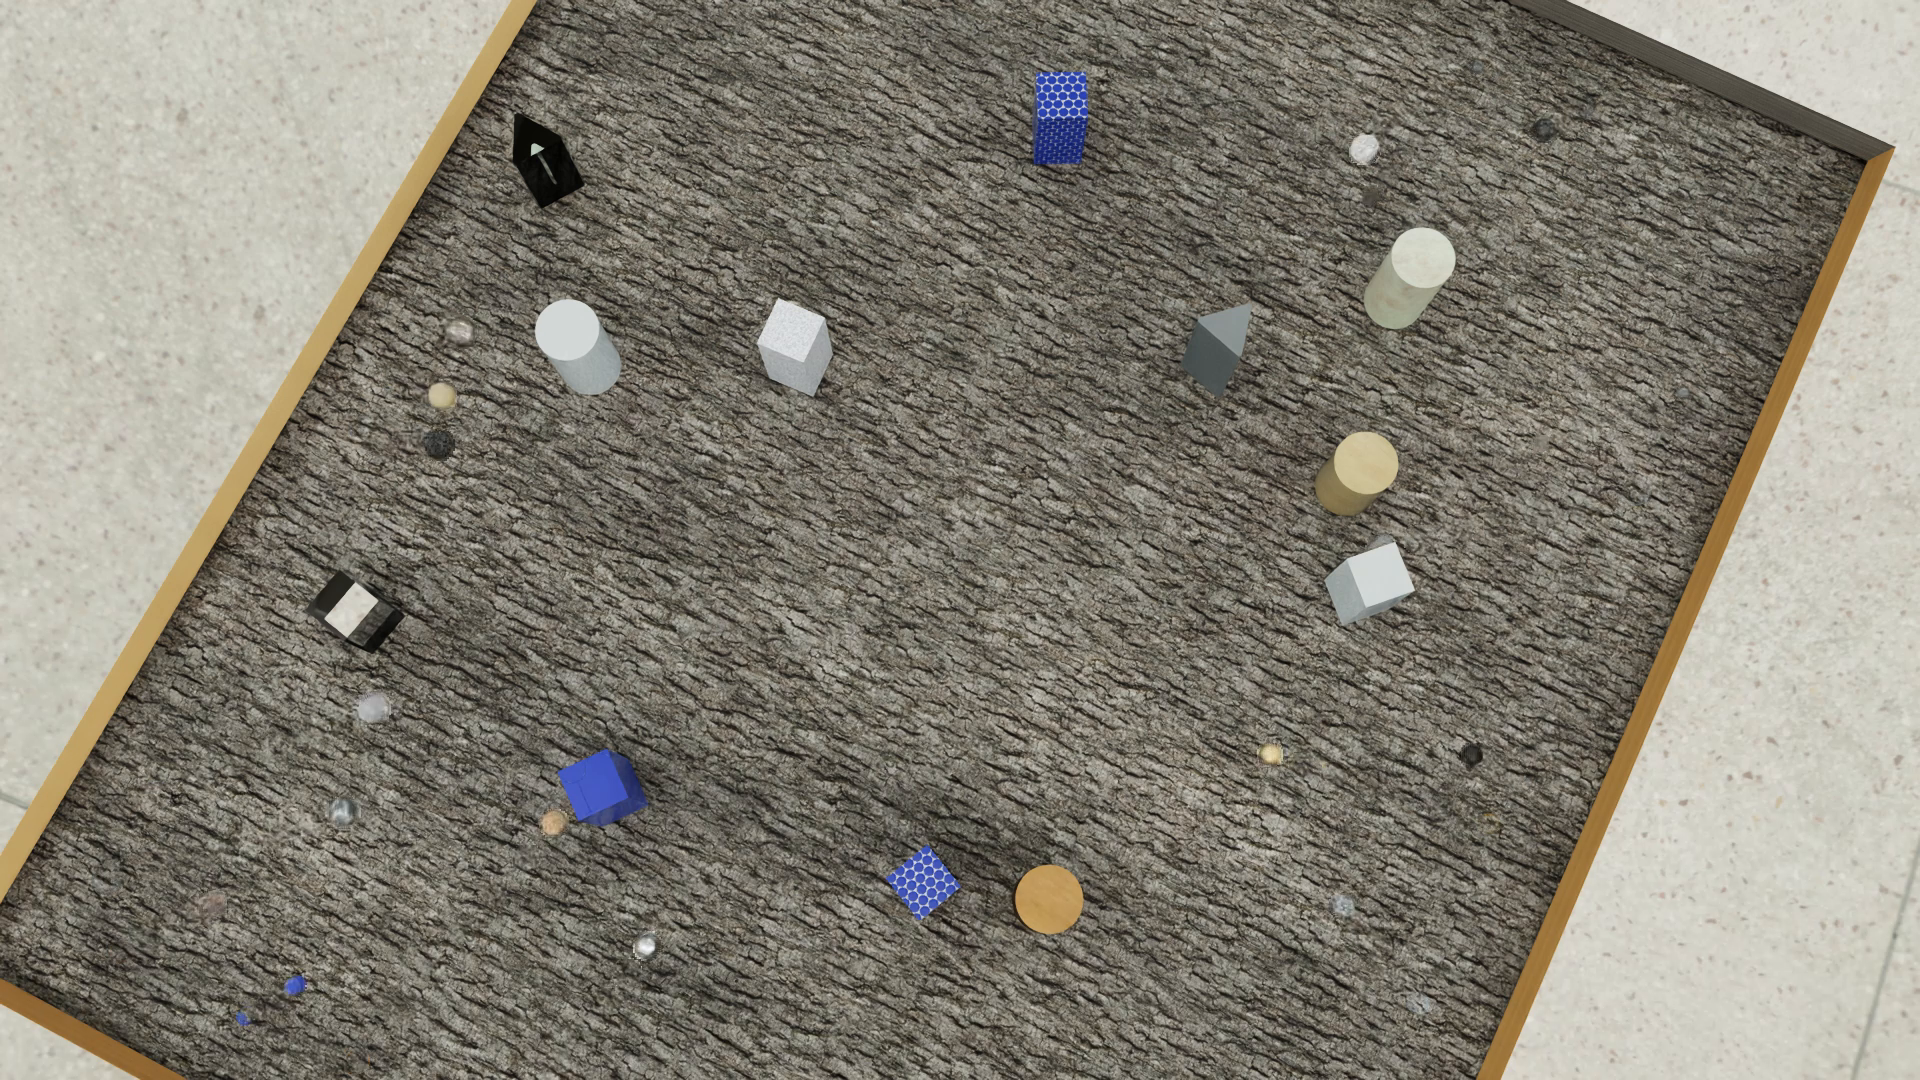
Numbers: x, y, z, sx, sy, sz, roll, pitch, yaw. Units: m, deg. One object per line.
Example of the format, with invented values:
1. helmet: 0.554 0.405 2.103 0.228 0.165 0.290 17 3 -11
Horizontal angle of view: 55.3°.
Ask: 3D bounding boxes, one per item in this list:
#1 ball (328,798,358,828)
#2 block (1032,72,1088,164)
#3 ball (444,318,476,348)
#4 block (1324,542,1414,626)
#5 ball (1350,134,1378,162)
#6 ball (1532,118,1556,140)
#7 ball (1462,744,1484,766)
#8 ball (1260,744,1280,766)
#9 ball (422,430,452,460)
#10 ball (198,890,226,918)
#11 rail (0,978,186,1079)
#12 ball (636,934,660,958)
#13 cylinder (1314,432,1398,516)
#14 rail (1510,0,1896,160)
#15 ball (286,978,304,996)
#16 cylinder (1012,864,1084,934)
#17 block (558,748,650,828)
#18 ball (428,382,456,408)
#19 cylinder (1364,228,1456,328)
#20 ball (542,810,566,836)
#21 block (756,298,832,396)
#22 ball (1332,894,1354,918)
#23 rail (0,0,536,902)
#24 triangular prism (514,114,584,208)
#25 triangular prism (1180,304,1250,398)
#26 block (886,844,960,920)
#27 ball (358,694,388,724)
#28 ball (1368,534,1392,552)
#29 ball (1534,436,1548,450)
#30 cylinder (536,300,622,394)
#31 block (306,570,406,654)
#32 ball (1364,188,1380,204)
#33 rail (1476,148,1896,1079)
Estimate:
1. ball: -1.820 0.804 5.405 0.088 0.088 0.088 0 78 0
2. block: 0.309 -1.312 5.714 0.150 0.340 0.150 -2 78 0
3. ball: -1.556 -0.646 5.703 0.092 0.092 0.092 0 78 0
4. block: 1.206 0.133 5.418 0.150 0.334 0.150 -19 79 -4
5. ball: 1.287 -1.246 5.828 0.090 0.090 0.090 0 78 0
6. ball: 1.865 -1.311 5.851 0.071 0.071 0.071 0 78 0
7. ball: 1.525 0.641 5.452 0.063 0.063 0.063 0 78 0
8. ball: 0.922 0.638 5.452 0.063 0.063 0.063 0 78 0
9. ball: -1.607 -0.294 5.630 0.092 0.092 0.092 0 78 0
10. ball: -2.187 1.064 5.358 0.075 0.075 0.075 0 78 0
11. rail: -1.078 2.118 5.115 4.132 0.122 0.045 26 80 5
12. ball: -0.909 1.181 5.335 0.072 0.072 0.072 0 78 0
13. cylinder: 1.188 -0.195 5.505 0.188 0.298 0.188 0 78 0
14. rail: 1.078 -2.105 5.988 4.132 0.122 0.045 26 80 5
15. ball: -1.933 1.296 5.322 0.051 0.051 0.051 0 78 0
16. cylinder: 0.247 1.028 5.232 0.188 0.337 0.188 0 78 0
17. block: -1.025 0.719 5.288 0.150 0.351 0.150 -25 79 -5
18. ball: -1.601 -0.446 5.667 0.082 0.082 0.082 0 78 0
19. cylinder: 1.366 -0.793 5.586 0.188 0.381 0.188 0 78 0
20. ball: -1.198 0.835 5.407 0.072 0.072 0.072 0 78 0
21. block: -0.496 -0.579 5.554 0.150 0.357 0.150 23 79 5
22. ball: 1.120 1.070 5.361 0.067 0.067 0.067 0 78 0
23. rail: -1.827 -0.888 5.737 0.045 0.122 4.869 26 80 5
24. triangular prism: -1.302 -1.191 5.683 0.163 0.353 0.141 -30 80 -6
25. triangular prism: 0.796 -0.590 5.517 0.163 0.435 0.141 43 81 8
26. block: -0.103 0.990 5.286 0.150 0.247 0.150 -39 81 -7
27. ball: -1.750 0.502 5.467 0.089 0.089 0.089 0 78 0
28. ball: 1.280 0.024 5.571 0.079 0.079 0.079 0 78 0
29. ball: 1.791 -0.299 5.657 0.041 0.041 0.041 0 78 0
30. cylinder: -1.153 -0.580 5.553 0.188 0.359 0.188 0 78 0
31. block: -1.790 0.216 5.436 0.150 0.266 0.150 37 81 7
32. ball: 1.310 -1.093 5.816 0.051 0.051 0.051 0 78 0
33. rail: 1.827 0.901 5.367 0.045 0.122 4.869 26 80 5
